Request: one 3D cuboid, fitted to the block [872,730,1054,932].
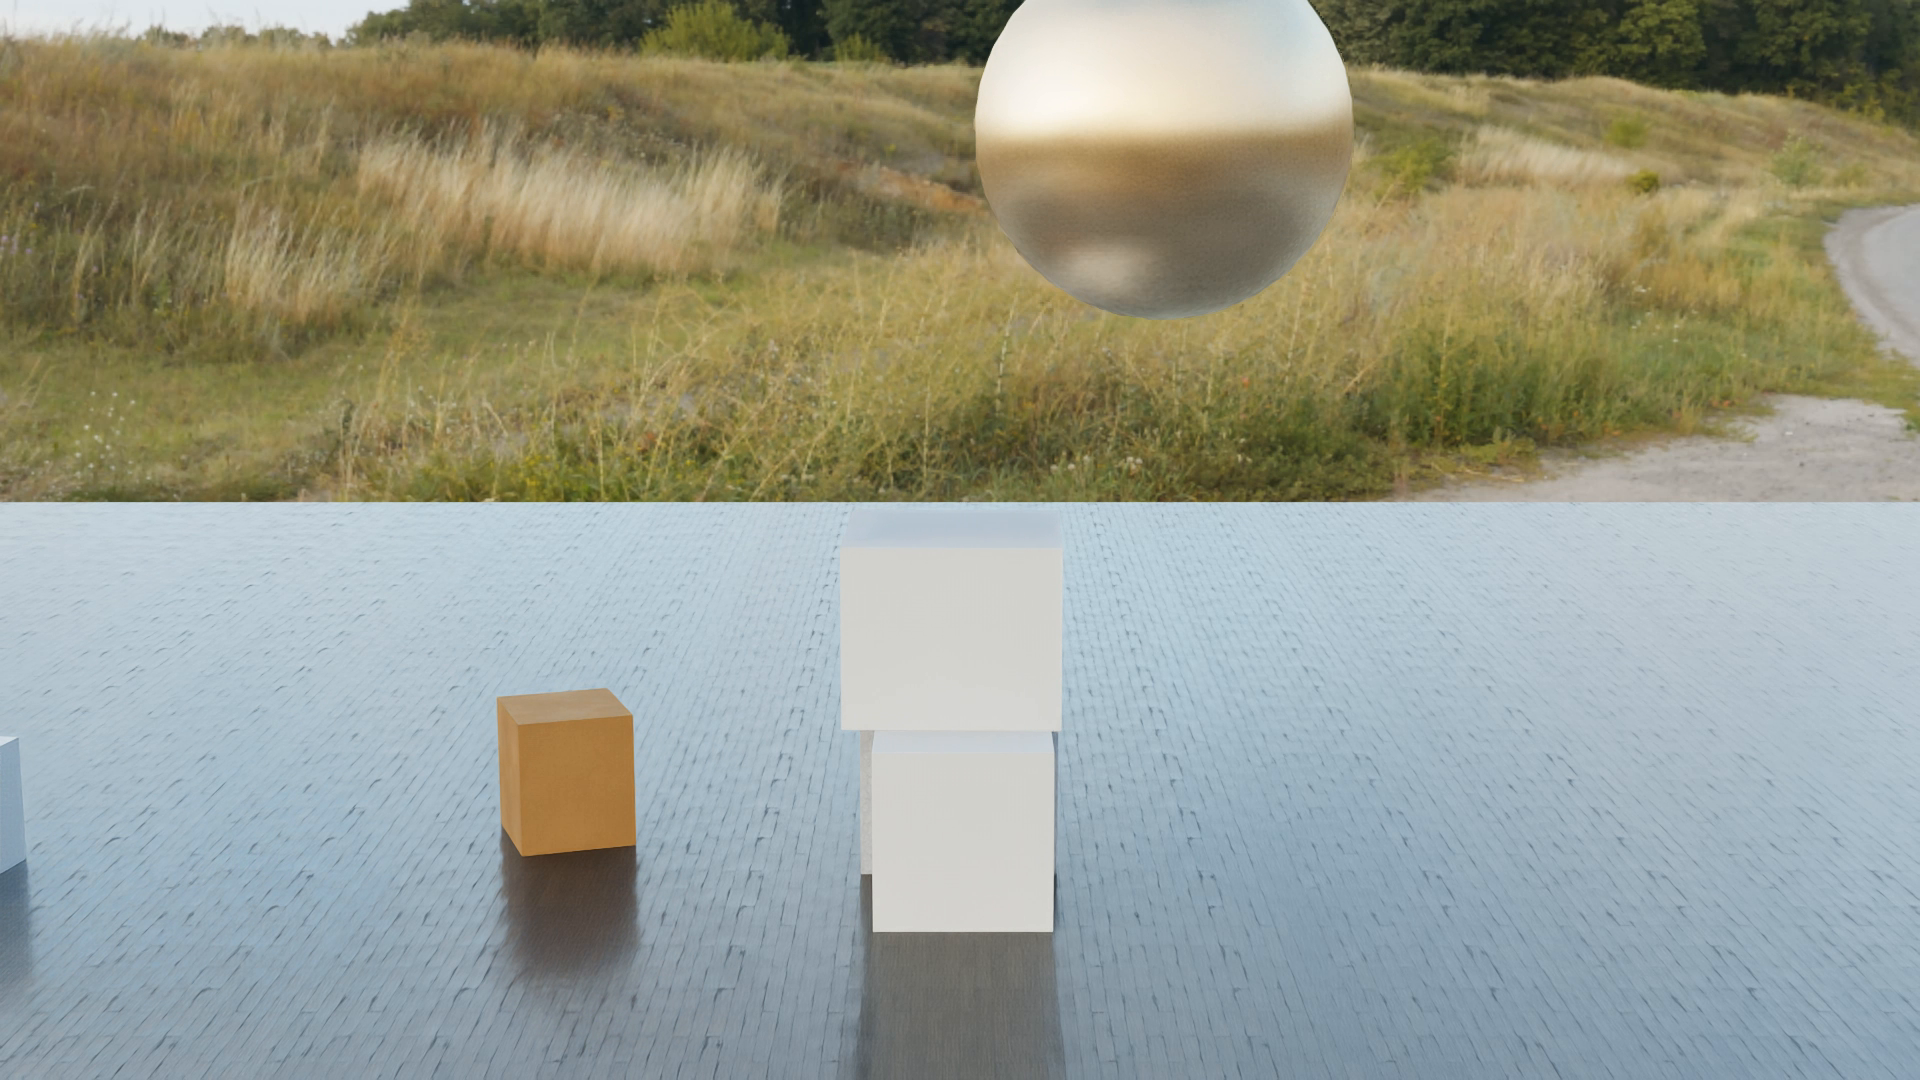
[{"bbox_3d":[0.013,1.178,10.944,0.747,0.766,0.770,0,10,0],"label":"block"}]

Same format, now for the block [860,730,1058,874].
[{"bbox_3d":[-0.004,1.028,11.764,0.873,0.768,0.877,0,10,0],"label":"block"}]

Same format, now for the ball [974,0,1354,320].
[{"bbox_3d":[0.859,-1.734,10.865,1.600,1.600,1.600,0,10,0],"label":"ball"}]

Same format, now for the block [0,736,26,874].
[{"bbox_3d":[-4.585,1.211,11.325,0.623,0.566,0.617,2,10,9],"label":"block"}]

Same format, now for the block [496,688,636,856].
[{"bbox_3d":[-1.836,1.072,11.948,0.527,0.616,0.562,-4,11,-19],"label":"block"}]

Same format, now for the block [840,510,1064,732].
[{"bbox_3d":[-0.027,0.335,11.241,0.931,0.785,0.948,0,10,1],"label":"block"}]
